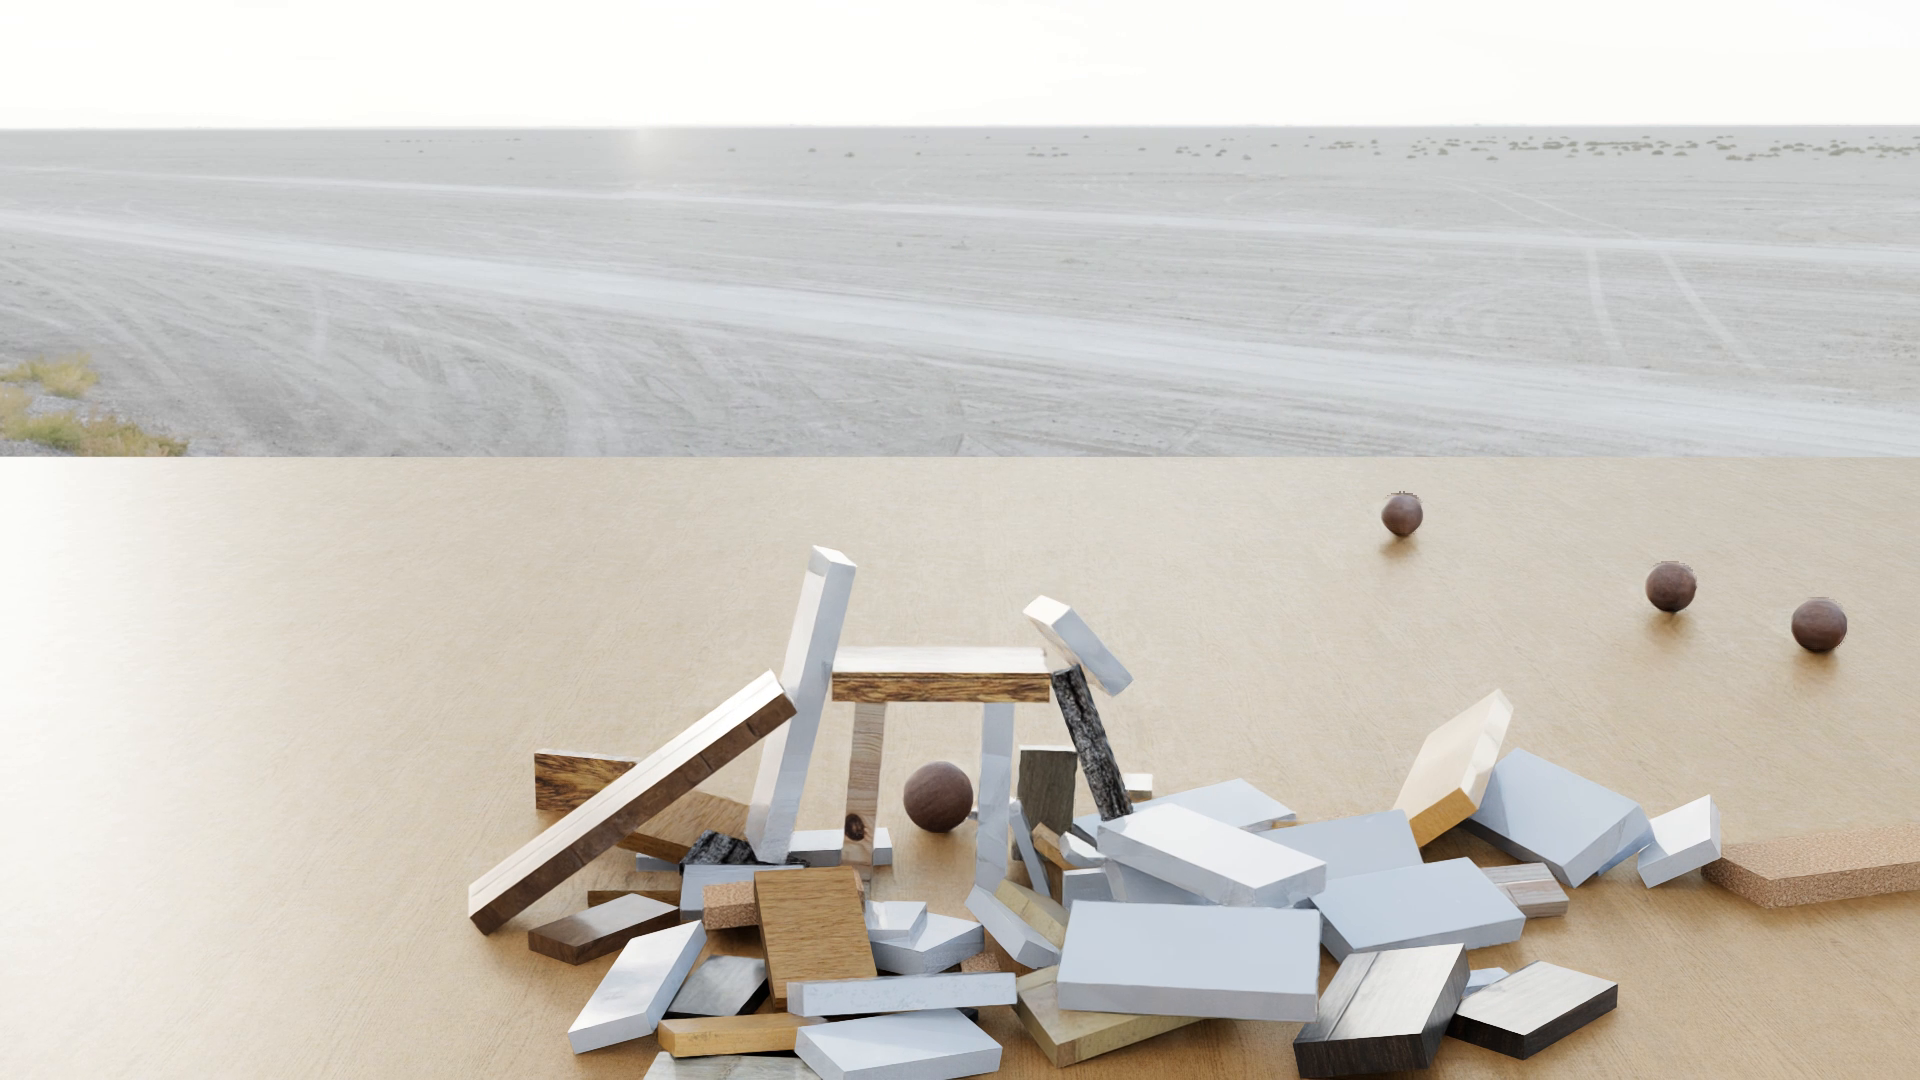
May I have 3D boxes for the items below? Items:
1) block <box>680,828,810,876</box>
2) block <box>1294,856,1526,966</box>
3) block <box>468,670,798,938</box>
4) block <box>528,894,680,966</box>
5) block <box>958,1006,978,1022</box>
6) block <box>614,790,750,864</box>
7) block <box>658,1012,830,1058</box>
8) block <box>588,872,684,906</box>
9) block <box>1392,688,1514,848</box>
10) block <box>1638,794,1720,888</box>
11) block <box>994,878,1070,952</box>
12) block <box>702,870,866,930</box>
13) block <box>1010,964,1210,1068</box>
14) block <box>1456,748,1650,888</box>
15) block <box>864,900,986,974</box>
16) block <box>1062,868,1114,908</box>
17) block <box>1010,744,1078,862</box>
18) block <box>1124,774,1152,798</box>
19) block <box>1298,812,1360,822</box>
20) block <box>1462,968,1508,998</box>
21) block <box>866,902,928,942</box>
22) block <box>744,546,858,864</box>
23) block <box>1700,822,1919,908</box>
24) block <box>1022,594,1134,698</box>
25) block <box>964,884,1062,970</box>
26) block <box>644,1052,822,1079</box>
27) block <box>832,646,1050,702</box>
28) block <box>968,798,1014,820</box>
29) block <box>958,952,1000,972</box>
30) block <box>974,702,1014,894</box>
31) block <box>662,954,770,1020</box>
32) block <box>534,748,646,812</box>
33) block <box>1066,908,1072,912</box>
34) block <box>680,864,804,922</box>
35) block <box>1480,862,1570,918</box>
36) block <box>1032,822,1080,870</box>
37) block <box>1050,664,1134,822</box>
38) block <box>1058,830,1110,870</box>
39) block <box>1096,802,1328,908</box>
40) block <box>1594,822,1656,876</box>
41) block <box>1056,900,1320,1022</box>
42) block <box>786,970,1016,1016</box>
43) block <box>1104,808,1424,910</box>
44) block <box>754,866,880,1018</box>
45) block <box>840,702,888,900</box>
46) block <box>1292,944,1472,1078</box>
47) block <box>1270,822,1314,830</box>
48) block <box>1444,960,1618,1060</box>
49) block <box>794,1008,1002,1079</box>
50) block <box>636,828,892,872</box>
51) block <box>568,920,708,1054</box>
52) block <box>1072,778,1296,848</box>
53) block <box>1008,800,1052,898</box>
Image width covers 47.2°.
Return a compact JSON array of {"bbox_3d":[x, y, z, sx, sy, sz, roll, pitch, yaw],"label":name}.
[{"bbox_3d":[-0.357,0.546,3.650,0.193,0.027,0.096,15,34,17],"label":"block"},{"bbox_3d":[0.703,0.584,3.441,0.321,0.046,0.161,-5,30,-24],"label":"block"},{"bbox_3d":[-0.531,0.421,3.557,0.604,0.043,0.152,-36,16,-4],"label":"block"},{"bbox_3d":[-0.559,0.612,3.465,0.110,0.031,0.220,8,13,38],"label":"block"},{"bbox_3d":[-0.026,0.686,3.110,0.056,0.016,0.113,6,12,28],"label":"block"},{"bbox_3d":[-0.471,0.497,3.803,0.303,0.043,0.152,12,30,18],"label":"block"},{"bbox_3d":[-0.294,0.676,3.011,0.220,0.031,0.110,1,-3,-20],"label":"block"},{"bbox_3d":[-0.514,0.579,3.653,0.193,0.027,0.096,0,11,0],"label":"block"},{"bbox_3d":[0.919,0.430,4.120,0.176,0.050,0.717,-38,-3,21],"label":"block"},{"bbox_3d":[1.240,0.517,3.791,0.130,0.037,0.261,-29,0,21],"label":"block"},{"bbox_3d":[0.153,0.592,3.368,0.110,0.031,0.220,28,1,-34],"label":"block"},{"bbox_3d":[-0.279,0.568,3.474,0.249,0.035,0.125,-5,7,-7],"label":"block"},{"bbox_3d":[0.288,0.622,3.106,0.415,0.042,0.149,-13,31,-21],"label":"block"},{"bbox_3d":[1.026,0.483,3.861,0.176,0.050,0.353,-36,21,-11],"label":"block"},{"bbox_3d":[-0.125,0.610,3.399,0.297,0.042,0.149,4,11,38],"label":"block"},{"bbox_3d":[0.243,0.571,3.564,0.153,0.076,0.022,-2,11,-13],"label":"block"},{"bbox_3d":[0.146,0.458,3.818,0.100,0.200,0.028,2,10,-8],"label":"block"},{"bbox_3d":[0.343,0.475,4.248,0.055,0.016,0.110,1,11,6],"label":"block"},{"bbox_3d":[0.650,0.527,3.932,0.206,0.028,0.100,-6,12,-29],"label":"block"},{"bbox_3d":[0.766,0.657,3.265,0.110,0.016,0.055,-3,11,-16],"label":"block"},{"bbox_3d":[-0.096,0.583,3.364,0.067,0.019,0.134,-1,9,11],"label":"block"},{"bbox_3d":[-0.267,0.270,3.643,0.046,0.505,0.163,12,6,-15],"label":"block"},{"bbox_3d":[1.601,0.545,3.773,0.647,0.049,0.175,-3,11,-18],"label":"block"},{"bbox_3d":[0.202,0.182,3.831,0.046,0.163,0.327,-42,6,-3],"label":"block"},{"bbox_3d":[0.103,0.603,3.341,0.125,0.035,0.249,29,1,-20],"label":"block"},{"bbox_3d":[-0.296,0.718,2.893,0.231,0.033,0.116,1,11,6],"label":"block"},{"bbox_3d":[-0.031,0.220,3.603,0.349,0.049,0.175,0,11,0],"label":"block"},{"bbox_3d":[0.070,0.502,4.098,0.056,0.016,0.113,7,13,33],"label":"block"},{"bbox_3d":[0.031,0.649,3.301,0.056,0.016,0.113,-3,11,-6],"label":"block"},{"bbox_3d":[0.056,0.417,3.642,0.049,0.349,0.175,3,11,0],"label":"block"},{"bbox_3d":[-0.346,0.662,3.199,0.110,0.031,0.220,2,11,13],"label":"block"},{"bbox_3d":[-0.682,0.455,4.096,0.229,0.110,0.031,3,11,18],"label":"block"},{"bbox_3d":[0.212,0.608,3.510,0.153,0.022,0.076,-2,11,-10],"label":"block"},{"bbox_3d":[-0.353,0.572,3.565,0.193,0.027,0.096,1,40,0],"label":"block"},{"bbox_3d":[0.876,0.575,3.576,0.199,0.028,0.099,-3,30,-11],"label":"block"},{"bbox_3d":[0.188,0.535,3.658,0.154,0.022,0.077,38,9,-6],"label":"block"},{"bbox_3d":[0.230,0.369,3.633,0.046,0.327,0.163,-20,-2,5],"label":"block"},{"bbox_3d":[0.236,0.541,3.635,0.154,0.022,0.077,32,10,-12],"label":"block"},{"bbox_3d":[0.377,0.479,3.321,0.161,0.046,0.321,-10,18,-40],"label":"block"},{"bbox_3d":[1.086,0.508,3.886,0.131,0.037,0.261,-27,20,-18],"label":"block"},{"bbox_3d":[0.320,0.582,3.054,0.349,0.049,0.175,1,30,11],"label":"block"},{"bbox_3d":[-0.084,0.634,3.078,0.297,0.042,0.149,-1,-9,-13],"label":"block"},{"bbox_3d":[0.497,0.545,3.487,0.544,0.161,0.046,-5,-25,-25],"label":"block"},{"bbox_3d":[-0.216,0.596,3.273,0.152,0.043,0.303,-2,28,-11],"label":"block"},{"bbox_3d":[-0.159,0.416,3.640,0.049,0.349,0.175,5,10,-1],"label":"block"},{"bbox_3d":[0.595,0.655,3.075,0.175,0.049,0.349,-11,6,24],"label":"block"},{"bbox_3d":[0.560,0.495,3.606,0.134,0.067,0.019,5,29,-31],"label":"block"},{"bbox_3d":[0.816,0.669,3.142,0.131,0.037,0.261,10,15,43],"label":"block"},{"bbox_3d":[-0.082,0.684,2.952,0.249,0.035,0.125,0,16,-34],"label":"block"},{"bbox_3d":[-0.342,0.543,3.839,0.439,0.031,0.110,-1,11,-7],"label":"block"},{"bbox_3d":[-0.463,0.644,3.195,0.116,0.033,0.360,-16,8,8],"label":"block"},{"bbox_3d":[0.390,0.507,3.855,0.353,0.050,0.176,-10,19,-24],"label":"block"},{"bbox_3d":[0.116,0.516,3.651,0.022,0.154,0.077,-19,10,4],"label":"block"}]
